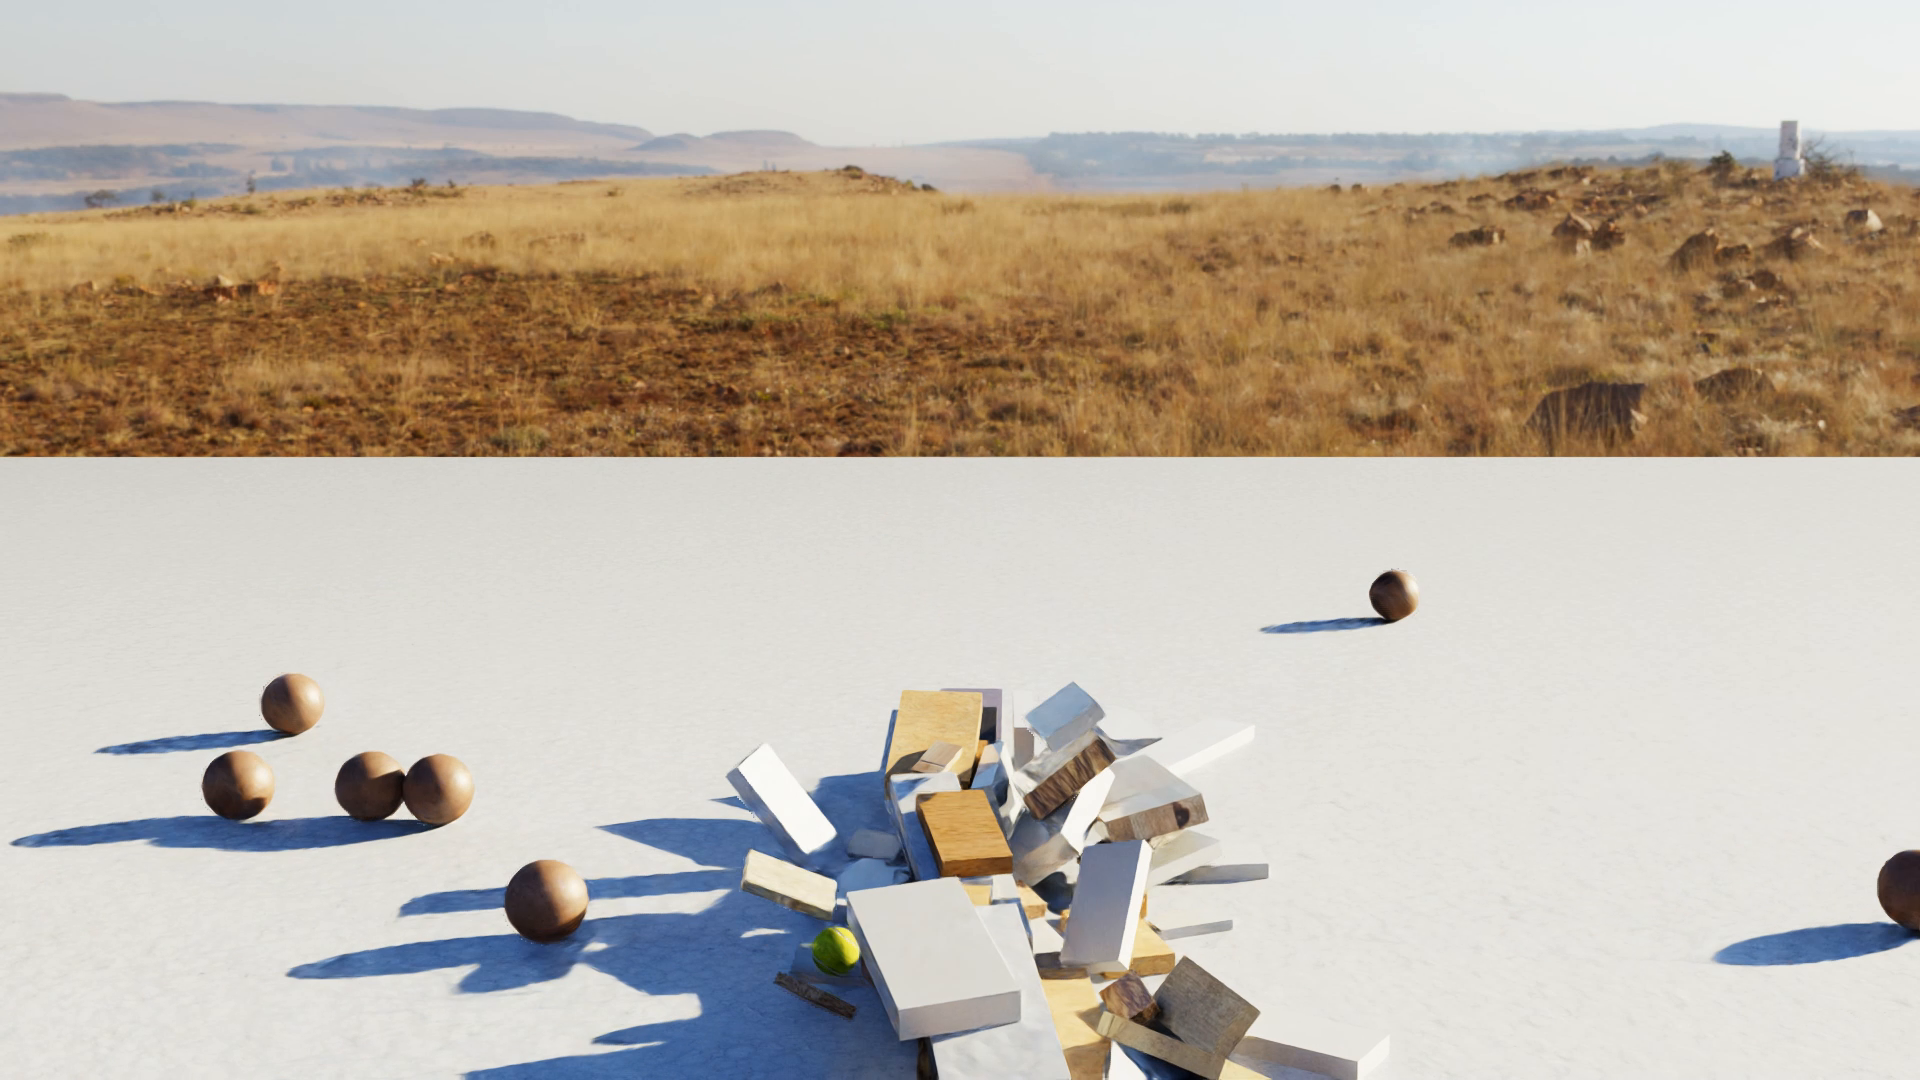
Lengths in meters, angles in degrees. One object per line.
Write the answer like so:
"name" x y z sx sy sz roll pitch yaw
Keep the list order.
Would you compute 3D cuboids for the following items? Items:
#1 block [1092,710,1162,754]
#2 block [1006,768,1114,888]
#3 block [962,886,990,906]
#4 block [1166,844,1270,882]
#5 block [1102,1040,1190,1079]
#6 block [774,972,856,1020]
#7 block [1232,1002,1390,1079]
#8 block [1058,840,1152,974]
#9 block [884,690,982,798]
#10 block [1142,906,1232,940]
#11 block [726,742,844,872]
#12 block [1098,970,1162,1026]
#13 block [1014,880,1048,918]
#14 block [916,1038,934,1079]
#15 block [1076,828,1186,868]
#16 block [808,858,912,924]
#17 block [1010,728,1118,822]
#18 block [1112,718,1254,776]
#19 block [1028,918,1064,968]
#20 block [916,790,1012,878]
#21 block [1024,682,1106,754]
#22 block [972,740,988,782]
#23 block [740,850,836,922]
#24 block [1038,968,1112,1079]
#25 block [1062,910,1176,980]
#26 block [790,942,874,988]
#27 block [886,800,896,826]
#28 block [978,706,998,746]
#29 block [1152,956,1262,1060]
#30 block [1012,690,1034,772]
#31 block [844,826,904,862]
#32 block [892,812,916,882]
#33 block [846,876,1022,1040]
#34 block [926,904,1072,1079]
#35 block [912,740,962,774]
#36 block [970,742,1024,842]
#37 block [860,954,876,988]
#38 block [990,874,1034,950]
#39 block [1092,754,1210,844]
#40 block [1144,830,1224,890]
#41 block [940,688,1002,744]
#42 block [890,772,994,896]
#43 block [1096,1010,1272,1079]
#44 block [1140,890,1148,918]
"block" 0.342 0.402 4.599 0.107 0.030 0.213 -2 11 -11
"block" 0.155 0.490 3.729 0.167 0.047 0.335 -38 4 21
"block" -0.021 0.575 3.256 0.113 0.032 0.227 1 17 6
"block" 0.409 0.554 3.778 0.228 0.027 0.096 -1 13 -4
"block" 0.236 0.709 2.807 0.108 0.031 0.217 21 8 3
"block" -0.207 0.649 3.137 0.064 0.018 0.128 34 -16 -30
"block" 0.470 0.692 3.037 0.217 0.031 0.108 7 12 32
"block" 0.221 0.556 3.337 0.105 0.030 0.210 -12 45 32
"block" -0.046 0.377 4.066 0.153 0.043 0.306 2 27 4
"block" 0.363 0.611 3.504 0.128 0.018 0.064 -4 11 -22
"block" -0.300 0.464 3.785 0.031 0.221 0.111 -38 1 28
"block" 0.242 0.662 3.150 0.063 0.018 0.126 -33 14 -2
"block" 0.046 0.575 3.484 0.164 0.023 0.082 -1 20 -30
"block" -0.002 0.712 2.929 0.110 0.031 0.515 0 11 1
"block" 0.290 0.511 3.701 0.107 0.030 0.213 -14 3 29
"block" -0.153 0.581 3.632 0.113 0.032 0.227 4 11 20
"block" 0.176 0.399 3.838 0.167 0.047 0.335 -38 1 -2
"block" 0.451 0.429 4.454 0.107 0.030 0.432 7 13 33
"block" 0.110 0.624 3.422 0.082 0.023 0.164 -3 11 -16
"block" 0.004 0.464 3.483 0.111 0.031 0.221 -3 22 -11
"block" 0.172 0.292 3.641 0.105 0.030 0.210 -35 9 -3
"block" -0.027 0.464 3.992 0.153 0.043 0.306 0 27 1
"block" -0.228 0.460 2.929 0.126 0.018 0.063 23 30 -12
"block" 0.168 0.731 2.828 0.105 0.030 0.887 -1 11 -4
"block" 0.243 0.622 3.411 0.110 0.031 0.220 -3 11 -15
"block" -0.186 0.637 3.298 0.128 0.018 0.064 2 36 9
"block" -0.073 0.469 3.859 0.106 0.015 0.053 -13 31 -4
"block" -0.009 0.415 4.182 0.153 0.043 0.306 1 27 2
"block" 0.336 0.656 3.066 0.027 0.096 0.192 41 -7 -22
"block" 0.124 0.398 4.327 0.039 0.137 0.275 0 11 1
"block" -0.145 0.535 3.839 0.106 0.015 0.053 7 53 33
"block" -0.053 0.508 3.719 0.093 0.026 0.185 -13 27 -6
"block" -0.041 0.566 3.005 0.164 0.046 0.328 -6 20 -13
"block" 0.030 0.627 2.967 0.164 0.046 0.459 -4 19 -6
"block" -0.041 0.399 3.961 0.053 0.015 0.106 11 29 21
"block" 0.069 0.467 3.943 0.039 0.137 0.275 -15 9 9
"block" -0.051 0.638 3.153 0.110 0.031 0.220 -5 11 -23
"block" 0.030 0.553 3.430 0.113 0.032 0.304 -2 22 -9
"block" 0.302 0.458 3.898 0.167 0.047 0.556 -16 2 -4
"block" 0.338 0.538 3.697 0.192 0.027 0.096 -17 16 -32
"block" 0.016 0.415 4.503 0.137 0.039 0.745 0 11 1
"block" -0.034 0.473 3.543 0.111 0.031 0.359 -2 22 -10
"block" 0.297 0.686 2.927 0.217 0.031 0.108 11 -15 47
"block" 0.255 0.588 3.552 0.094 0.047 0.013 2 11 11
